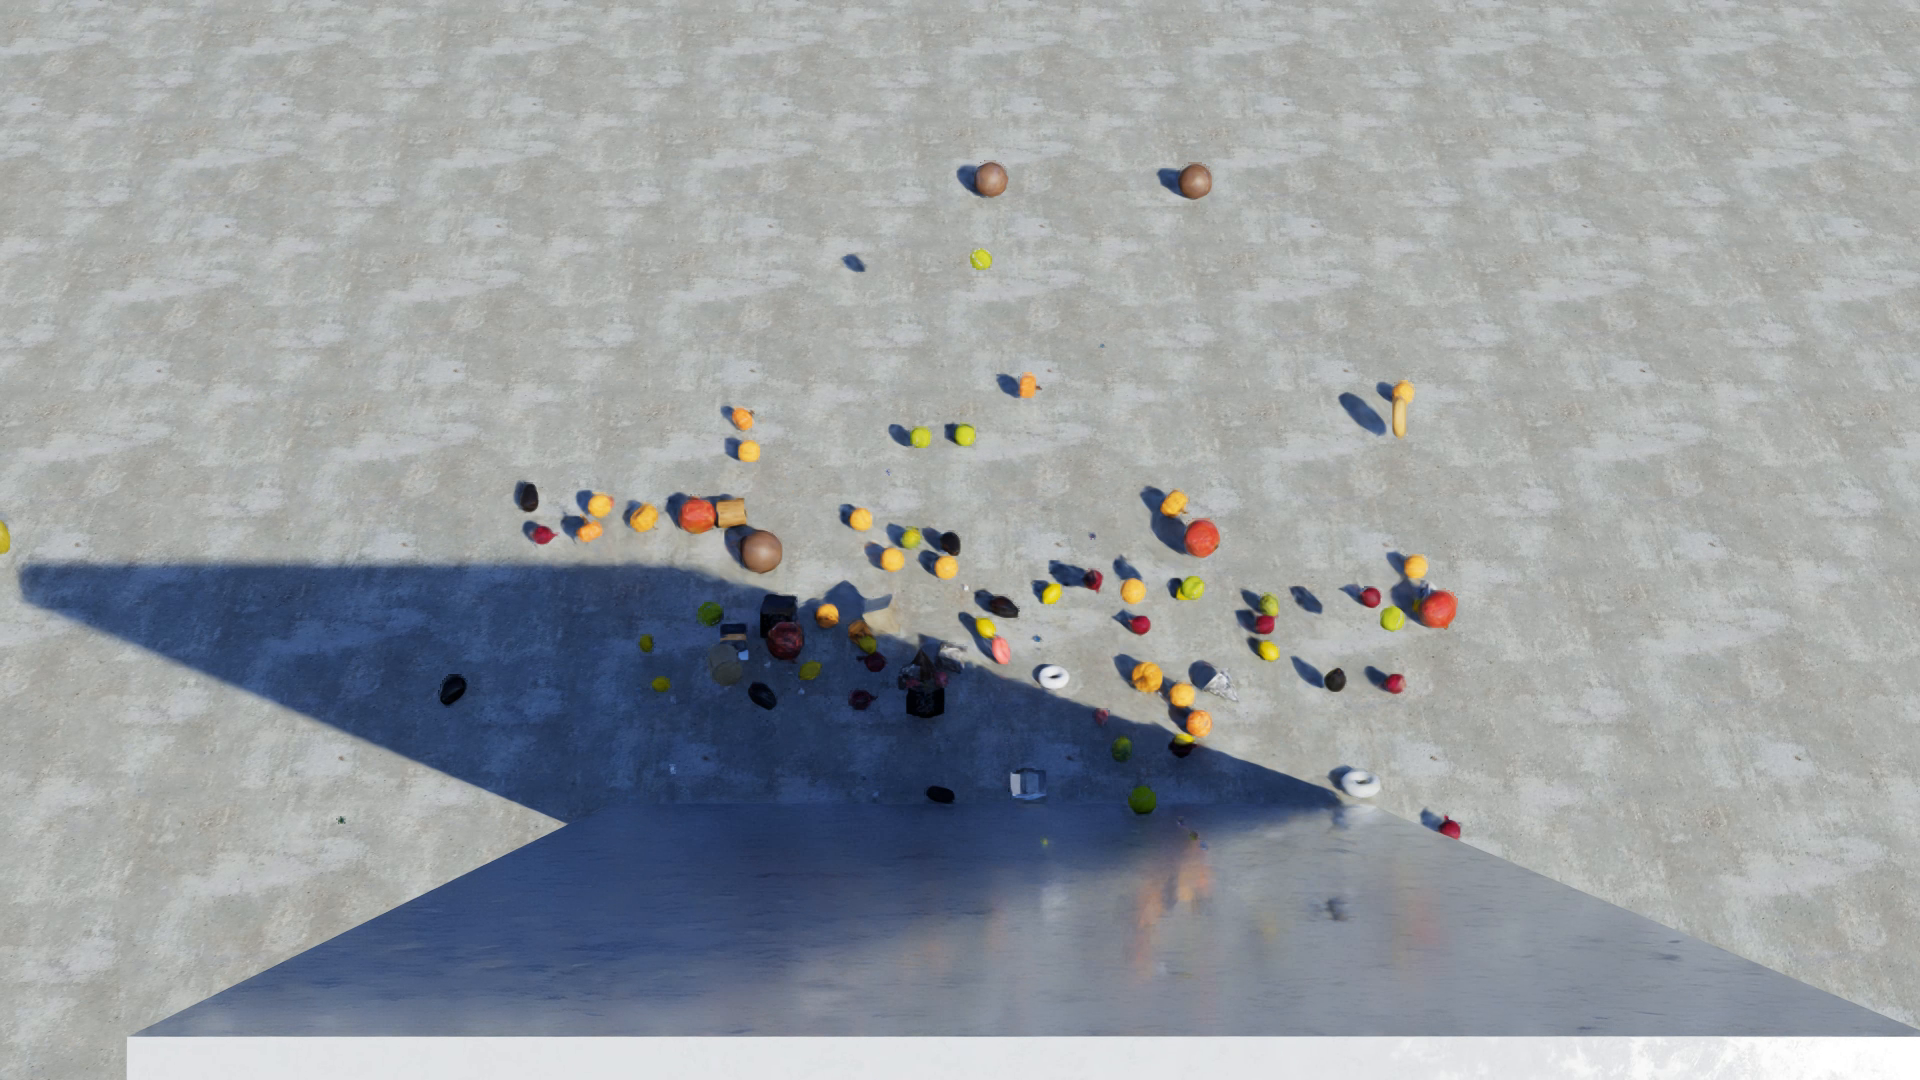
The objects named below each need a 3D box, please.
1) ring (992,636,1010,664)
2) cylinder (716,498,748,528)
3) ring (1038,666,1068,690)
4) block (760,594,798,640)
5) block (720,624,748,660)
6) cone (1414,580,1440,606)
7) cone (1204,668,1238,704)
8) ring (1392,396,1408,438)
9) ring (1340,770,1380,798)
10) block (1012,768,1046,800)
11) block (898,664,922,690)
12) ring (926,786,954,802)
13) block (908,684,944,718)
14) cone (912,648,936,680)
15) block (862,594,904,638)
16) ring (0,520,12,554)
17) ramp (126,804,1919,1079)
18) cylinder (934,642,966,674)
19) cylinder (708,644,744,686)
[{"bbox_3d":[0.118,0.317,7.458,0.028,0.083,0.083,-18,30,23],"label":"ring"},{"bbox_3d":[-0.704,-0.083,8.009,0.084,0.084,0.084,-8,36,-1],"label":"cylinder"},{"bbox_3d":[0.266,0.392,7.403,0.089,0.030,0.089,-1,36,1],"label":"ring"},{"bbox_3d":[-0.529,0.225,7.582,0.091,0.091,0.091,5,36,7],"label":"block"},{"bbox_3d":[-0.652,0.296,7.496,0.076,0.076,0.076,-3,36,-5],"label":"block"},{"bbox_3d":[1.367,0.171,7.693,0.077,0.077,0.077,-40,49,-17],"label":"cone"},{"bbox_3d":[0.755,0.427,7.342,0.097,0.097,0.097,-31,72,-35],"label":"cone"},{"bbox_3d":[1.408,-0.395,8.331,0.044,0.132,0.132,1,35,13],"label":"ring"},{"bbox_3d":[1.081,0.658,7.017,0.109,0.036,0.109,-1,26,0],"label":"ring"},{"bbox_3d":[0.184,0.653,6.964,0.067,0.067,0.067,13,66,-33],"label":"block"},{"bbox_3d":[-0.142,0.390,7.380,0.054,0.054,0.054,7,32,9],"label":"block"},{"bbox_3d":[-0.052,0.684,6.982,0.080,0.027,0.080,11,10,-2],"label":"ring"},{"bbox_3d":[-0.096,0.449,7.256,0.073,0.073,0.073,11,16,39],"label":"block"},{"bbox_3d":[-0.110,0.342,7.423,0.086,0.086,0.086,0,36,0],"label":"cone"},{"bbox_3d":[-0.218,0.216,7.413,0.081,0.081,0.081,-15,23,21],"label":"block"},{"bbox_3d":[-2.901,-0.022,7.785,0.148,0.148,0.049,23,42,29],"label":"ring"},{"bbox_3d":[0.079,0.673,4.871,2.000,0.100,4.000,0,-2,0],"label":"ramp"},{"bbox_3d":[-0.028,0.335,7.427,0.074,0.074,0.074,16,36,-6],"label":"cylinder"},{"bbox_3d":[-0.667,0.355,7.406,0.084,0.084,0.084,-8,37,-11],"label":"cylinder"}]
